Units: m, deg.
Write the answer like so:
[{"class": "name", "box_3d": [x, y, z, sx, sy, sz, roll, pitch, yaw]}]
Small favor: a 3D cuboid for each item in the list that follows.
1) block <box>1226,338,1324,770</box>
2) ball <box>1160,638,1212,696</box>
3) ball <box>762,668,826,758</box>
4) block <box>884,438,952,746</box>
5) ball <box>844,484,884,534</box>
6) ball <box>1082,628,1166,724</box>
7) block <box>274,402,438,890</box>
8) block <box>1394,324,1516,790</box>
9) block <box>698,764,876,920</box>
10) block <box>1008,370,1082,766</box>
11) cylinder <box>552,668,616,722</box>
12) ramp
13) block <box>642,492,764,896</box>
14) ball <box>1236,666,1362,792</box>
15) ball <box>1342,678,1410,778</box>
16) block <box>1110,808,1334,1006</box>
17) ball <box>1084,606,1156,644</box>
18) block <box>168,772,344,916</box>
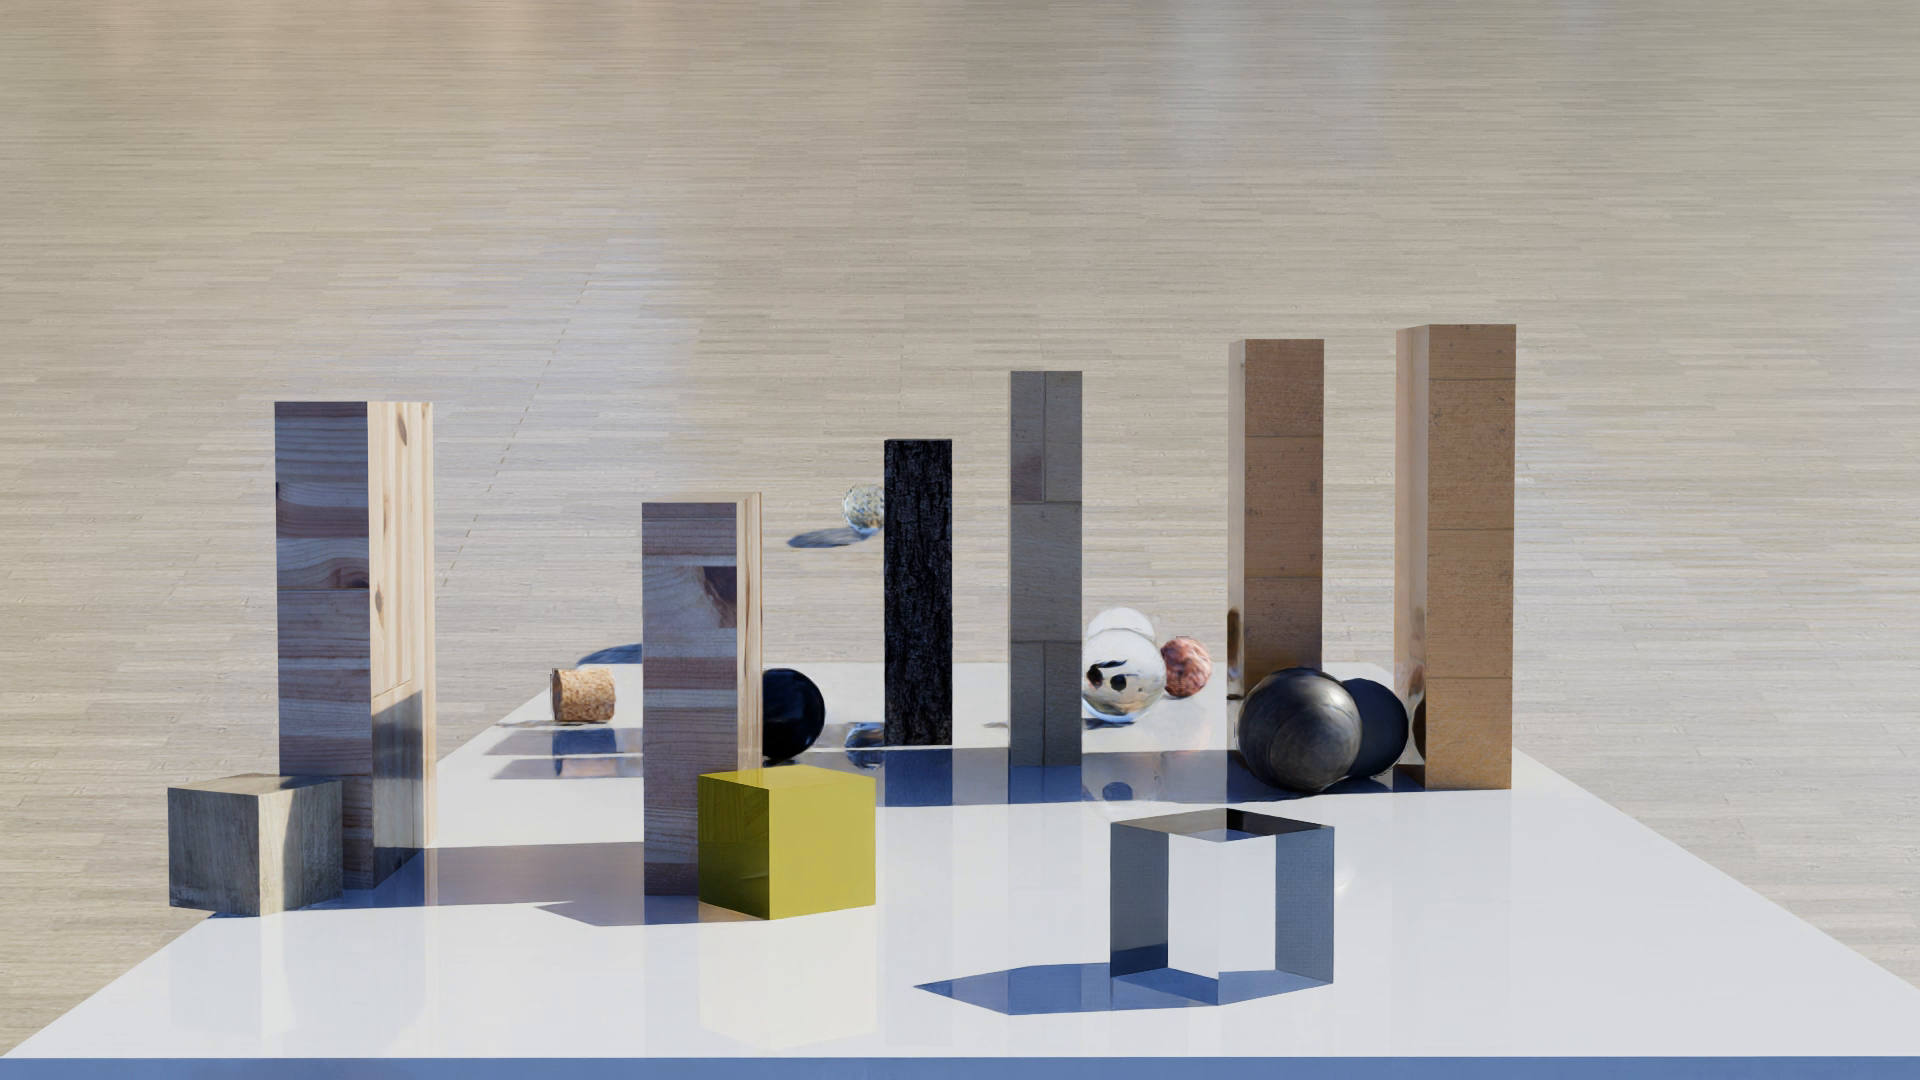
[{"class": "block", "box_3d": [0.572, 0.020, 4.691, 0.139, 0.764, 0.276, 0, 3, 0]}, {"class": "ball", "box_3d": [0.498, 0.285, 5.746, 0.130, 0.130, 0.130, 0, 22, 0]}, {"class": "ball", "box_3d": [-0.330, 0.317, 4.723, 0.168, 0.168, 0.168, 0, 22, 0]}, {"class": "block", "box_3d": [-0.080, 0.092, 5.080, 0.129, 0.581, 0.370, 0, 3, 0]}, {"class": "ball", "box_3d": [-0.268, -0.093, 7.588, 0.147, 0.147, 0.147, 0, 22, 0]}, {"class": "ball", "box_3d": [0.325, 0.277, 5.256, 0.195, 0.195, 0.195, 0, 22, 0]}, {"class": "block", "box_3d": [-0.844, 0.131, 3.620, 0.123, 0.649, 0.422, 0, 3, 0]}, {"class": "block", "box_3d": [0.855, 0.022, 4.470, 0.145, 0.781, 0.319, 0, 3, 0]}, {"class": "block", "box_3d": [-0.224, 0.388, 3.327, 0.165, 0.165, 0.165, -2, 4, -38]}, {"class": "block", "box_3d": [0.155, 0.045, 4.739, 0.128, 0.709, 0.259, 0, 3, 0]}, {"class": "cylinder", "box_3d": [-0.772, 0.318, 5.274, 0.108, 0.108, 0.108, -2, 21, -21]}, {"class": "ramp", "box_3d": [0.051, 0.461, 4.533, 2.000, 0.100, 4.000, 0, 3, 0]}, {"class": "block", "box_3d": [-0.354, 0.198, 3.590, 0.124, 0.517, 0.440, 0, 3, 0]}, {"class": "ball", "box_3d": [0.568, 0.317, 4.302, 0.209, 0.209, 0.209, 0, 22, 0]}, {"class": "ball", "box_3d": [0.692, 0.327, 4.465, 0.173, 0.173, 0.173, 0, 22, 0]}, {"class": "block", "box_3d": [0.292, 0.405, 2.869, 0.176, 0.176, 0.176, -2, 4, -38]}, {"class": "ball", "box_3d": [0.385, 0.244, 6.160, 0.172, 0.172, 0.172, 0, 22, 0]}, {"class": "block", "box_3d": [-0.914, 0.393, 3.339, 0.154, 0.154, 0.154, 1, 3, 28]}]
